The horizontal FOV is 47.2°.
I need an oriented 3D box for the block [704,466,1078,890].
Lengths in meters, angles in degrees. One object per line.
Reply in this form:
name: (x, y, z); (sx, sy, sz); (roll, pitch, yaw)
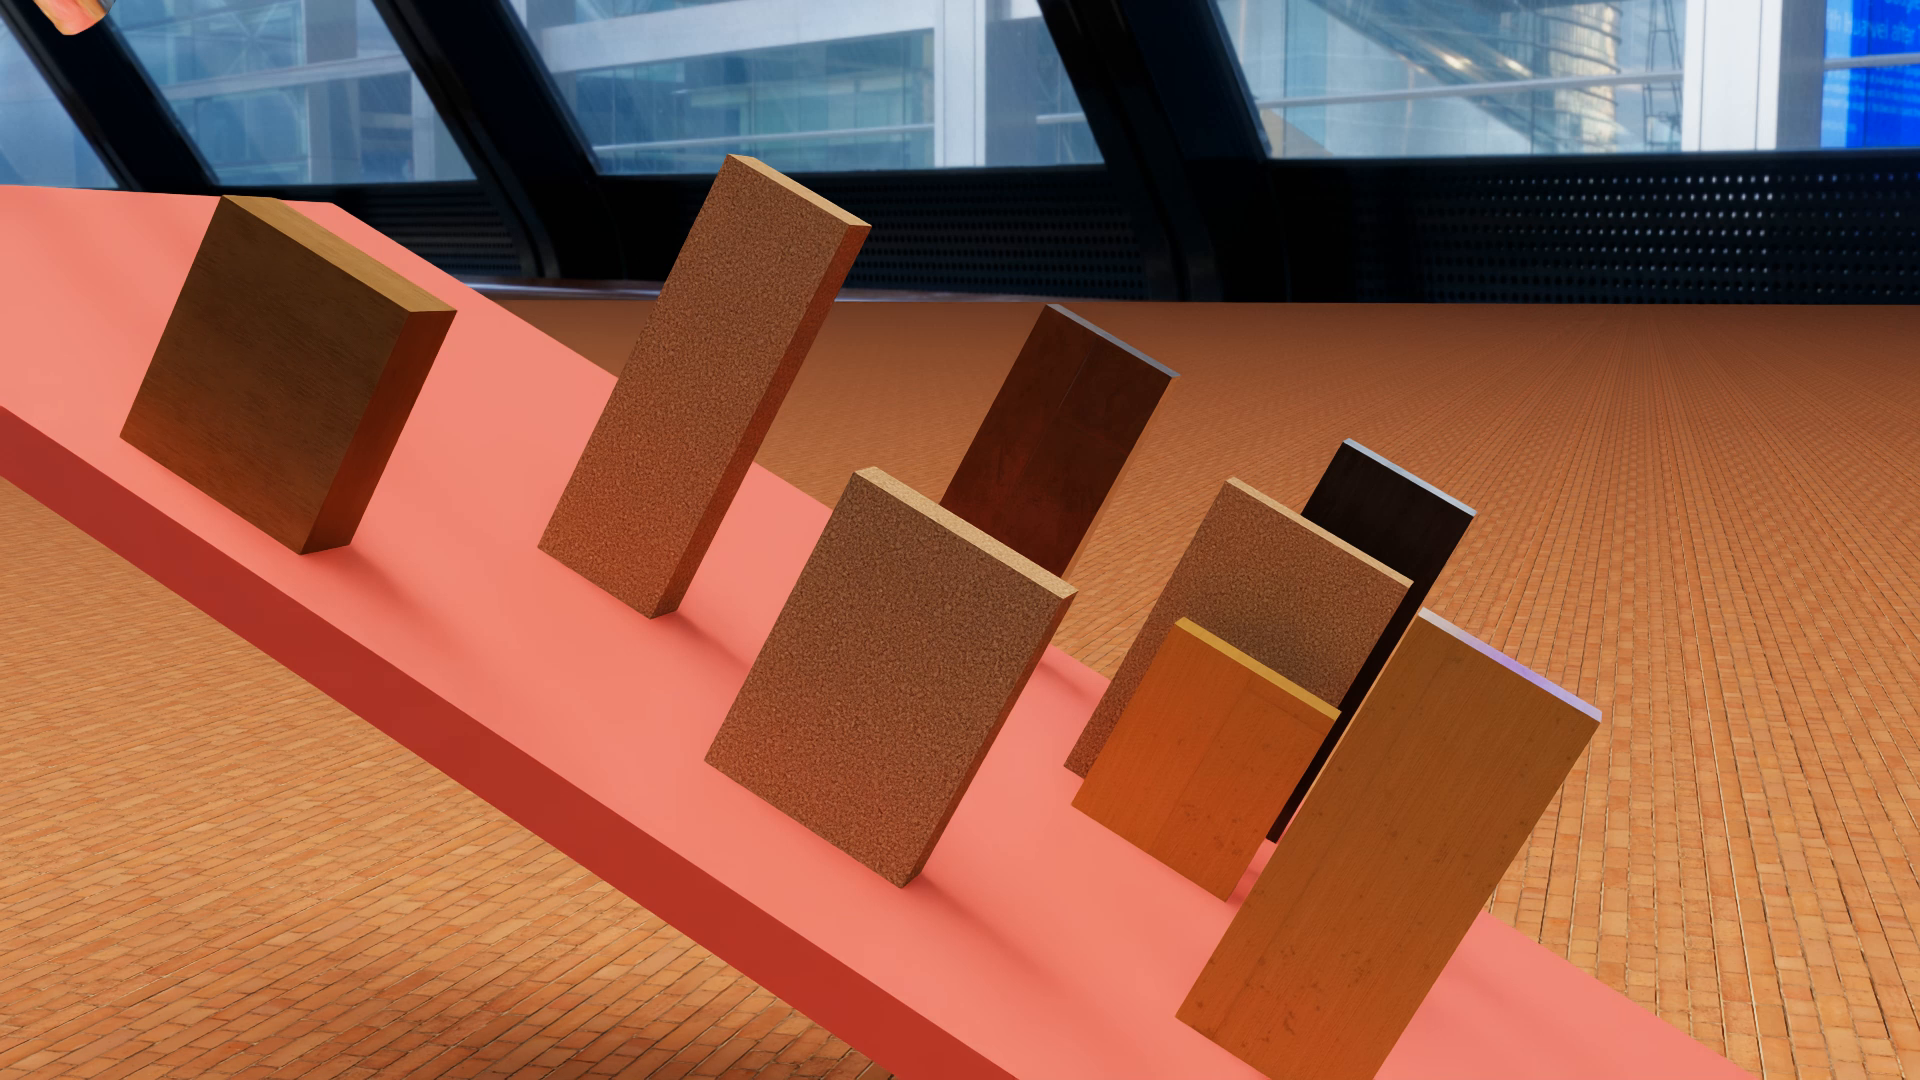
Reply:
block: (-0.113, 0.214, 3.444); (0.379, 0.535, 0.099); (31, 14, 11)

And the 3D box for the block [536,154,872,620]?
block: (-0.462, -0.269, 3.930); (0.255, 0.799, 0.116); (31, 14, 11)

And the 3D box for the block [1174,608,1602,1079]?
block: (0.657, 0.509, 3.414); (0.308, 0.756, 0.088); (31, 14, 11)

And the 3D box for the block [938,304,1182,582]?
block: (0.168, -0.128, 4.812); (0.316, 0.707, 0.102); (31, 14, 11)

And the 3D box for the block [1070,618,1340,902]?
block: (0.456, 0.408, 4.103); (0.340, 0.405, 0.087); (31, 14, 11)

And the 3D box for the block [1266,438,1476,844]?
block: (0.723, 0.209, 4.516); (0.297, 0.789, 0.103); (31, 14, 11)

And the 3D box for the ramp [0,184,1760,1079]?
ramp: (-0.204, 0.337, 4.138); (4.000, 0.100, 2.000); (31, 14, 11)

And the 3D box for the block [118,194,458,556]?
block: (-1.072, -0.265, 3.505); (0.372, 0.436, 0.142); (31, 14, 11)

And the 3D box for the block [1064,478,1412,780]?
block: (0.531, 0.262, 4.249); (0.395, 0.653, 0.090); (31, 14, 11)

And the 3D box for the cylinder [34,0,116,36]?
cylinder: (-1.686, -1.044, 4.147); (0.127, 0.127, 0.127); (4, -35, 32)
